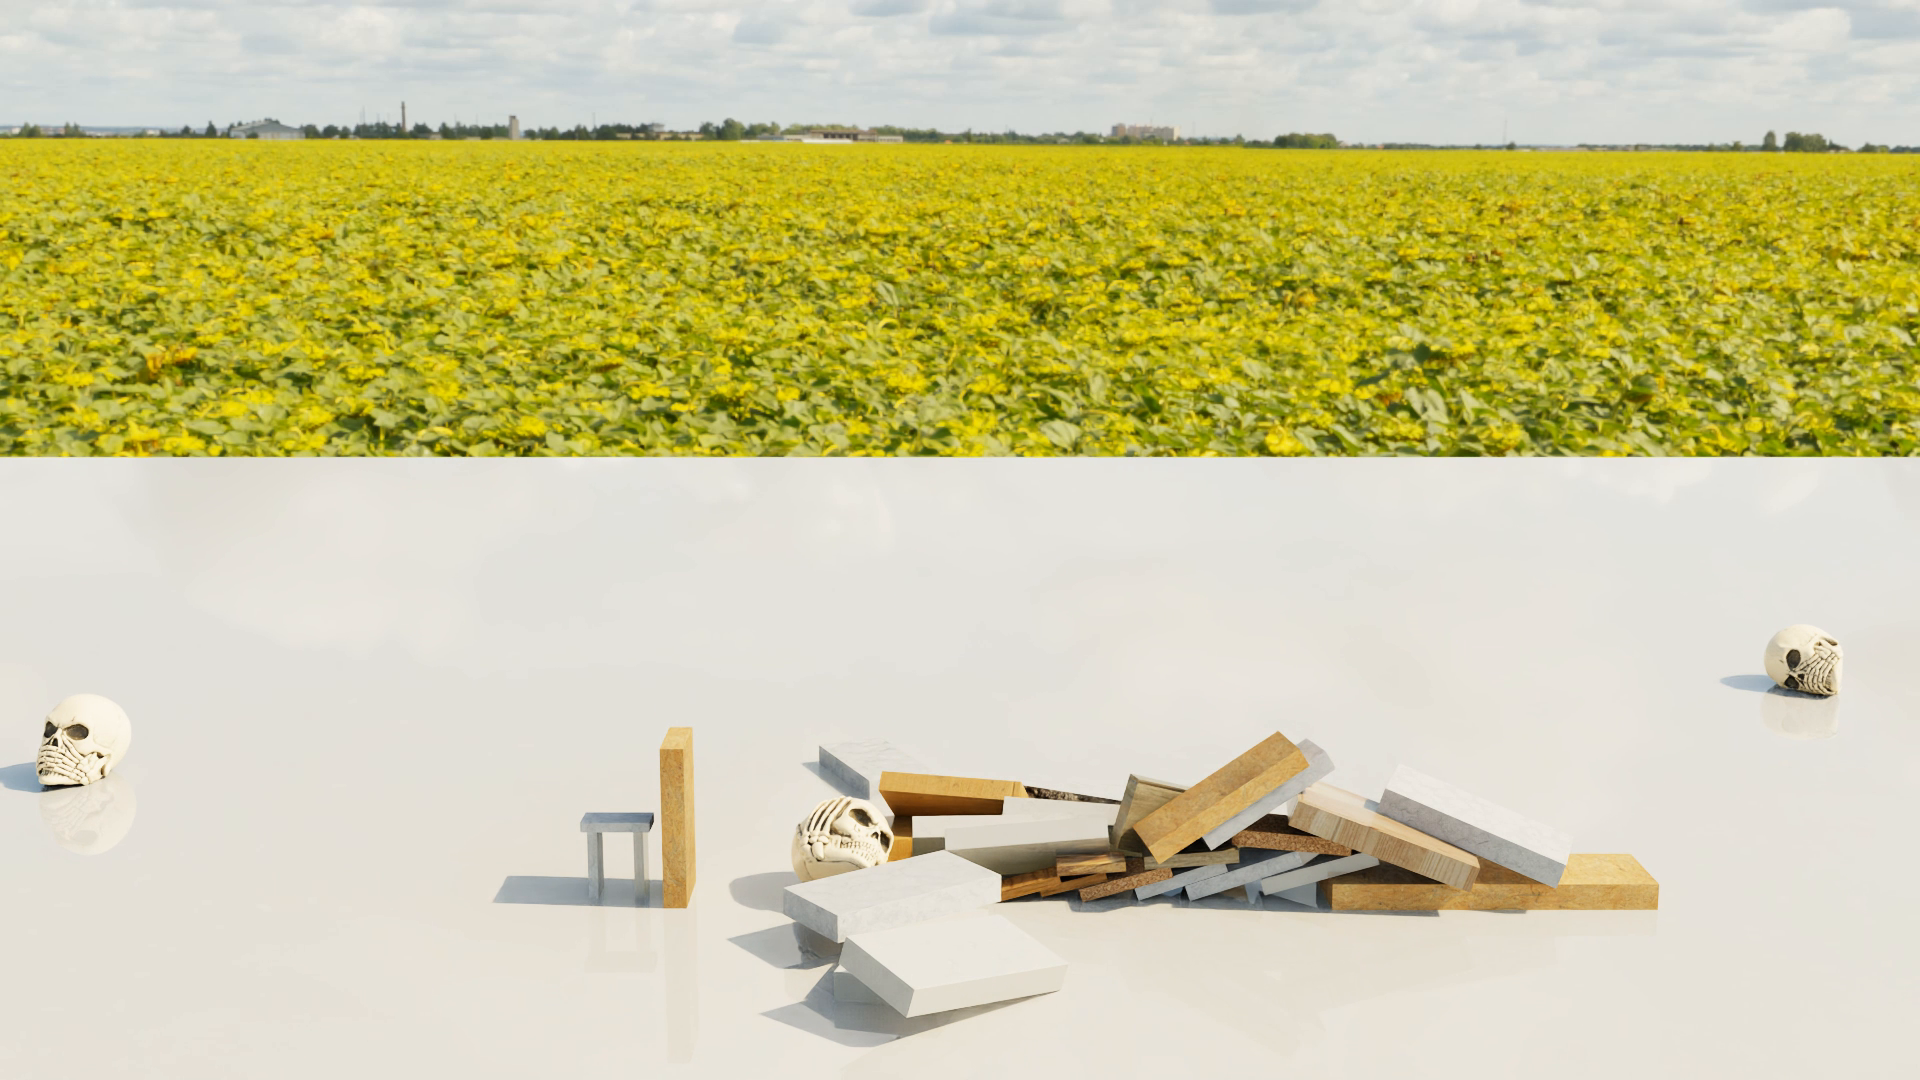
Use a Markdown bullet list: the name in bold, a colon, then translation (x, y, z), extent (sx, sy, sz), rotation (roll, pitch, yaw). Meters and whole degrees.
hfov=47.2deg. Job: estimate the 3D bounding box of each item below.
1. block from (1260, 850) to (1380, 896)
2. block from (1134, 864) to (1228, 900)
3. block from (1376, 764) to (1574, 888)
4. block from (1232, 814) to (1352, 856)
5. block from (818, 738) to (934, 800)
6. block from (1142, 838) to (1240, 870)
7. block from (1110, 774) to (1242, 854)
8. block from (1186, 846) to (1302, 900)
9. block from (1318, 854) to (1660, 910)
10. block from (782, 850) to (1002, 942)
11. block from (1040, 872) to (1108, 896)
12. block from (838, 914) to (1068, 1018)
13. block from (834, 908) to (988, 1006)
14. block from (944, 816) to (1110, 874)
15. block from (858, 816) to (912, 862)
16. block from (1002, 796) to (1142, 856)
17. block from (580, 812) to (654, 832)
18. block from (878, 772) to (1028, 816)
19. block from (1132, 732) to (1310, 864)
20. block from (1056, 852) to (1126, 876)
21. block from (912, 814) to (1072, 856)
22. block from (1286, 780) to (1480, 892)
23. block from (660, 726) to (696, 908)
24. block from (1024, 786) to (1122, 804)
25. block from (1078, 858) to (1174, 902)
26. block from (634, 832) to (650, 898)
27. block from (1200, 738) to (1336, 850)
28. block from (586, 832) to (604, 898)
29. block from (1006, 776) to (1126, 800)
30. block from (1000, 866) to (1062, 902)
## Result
- **block**: translation (0.593, 0.537, 3.660), extent (0.194, 0.028, 0.097), rotation (-16, 10, 5)
- **block**: translation (0.365, 0.554, 3.666), extent (0.155, 0.022, 0.077), rotation (-19, 10, 4)
- **block**: translation (0.860, 0.474, 3.666), extent (0.311, 0.044, 0.155), rotation (23, 17, 15)
- **block**: translation (0.549, 0.487, 3.654), extent (0.194, 0.028, 0.097), rotation (5, 13, 5)
- **block**: translation (-0.166, 0.448, 4.327), extent (0.135, 0.038, 0.270), rotation (-5, 12, -24)
- **block**: translation (0.380, 0.517, 3.639), extent (0.155, 0.022, 0.077), rotation (-5, 10, 2)
- **block**: translation (0.384, 0.482, 3.728), extent (0.245, 0.122, 0.035), rotation (15, 5, -22)
- **block**: translation (0.468, 0.544, 3.671), extent (0.194, 0.028, 0.097), rotation (-18, 10, 4)
- **block**: translation (0.873, 0.569, 3.664), extent (0.532, 0.044, 0.155), rotation (0, 11, 0)
- **block**: translation (-0.106, 0.560, 3.471), extent (0.311, 0.044, 0.155), rotation (-8, 13, -36)
- **block**: translation (0.189, 0.564, 3.661), extent (0.113, 0.016, 0.057), rotation (-15, 10, 7)
- **block**: translation (-0.007, 0.616, 3.196), extent (0.310, 0.044, 0.155), rotation (2, 20, -44)
- **block**: translation (-0.070, 0.628, 3.344), extent (0.155, 0.044, 0.311), rotation (3, 11, 14)
- **block**: translation (0.115, 0.516, 3.685), extent (0.269, 0.038, 0.135), rotation (-5, -29, 3)
- **block**: translation (-0.032, 0.522, 3.928), extent (0.270, 0.038, 0.135), rotation (-4, 11, -19)
- **block**: translation (0.212, 0.499, 3.813), extent (0.269, 0.038, 0.135), rotation (4, -29, 6)
- **block**: translation (-0.569, 0.469, 3.652), extent (0.114, 0.016, 0.057), rotation (0, 11, 0)
- **block**: translation (-0.006, 0.457, 3.884), extent (0.252, 0.036, 0.126), rotation (3, -27, 15)
- **block**: translation (0.427, 0.422, 3.615), extent (0.292, 0.035, 0.122), rotation (-33, 12, -2)
- **block**: translation (0.217, 0.536, 3.644), extent (0.113, 0.016, 0.057), rotation (-4, 10, 2)
- **block**: translation (0.053, 0.514, 3.762), extent (0.269, 0.038, 0.135), rotation (0, -29, -2)
- **block**: translation (0.693, 0.479, 3.623), extent (0.311, 0.044, 0.155), rotation (20, 13, 2)
- **block**: translation (-0.466, 0.458, 3.640), extent (0.038, 0.270, 0.135), rotation (0, 11, 0)
- **block**: translation (0.225, 0.490, 3.938), extent (0.252, 0.036, 0.126), rotation (6, -21, 28)
- **block**: translation (0.274, 0.559, 3.660), extent (0.155, 0.022, 0.077), rotation (-16, 10, 3)
- **block**: translation (-0.531, 0.533, 3.663), extent (0.016, 0.114, 0.057), rotation (0, 11, 0)
- **block**: translation (0.496, 0.419, 3.640), extent (0.245, 0.035, 0.122), rotation (-33, 7, -2)
- **block**: translation (-0.607, 0.533, 3.663), extent (0.016, 0.114, 0.057), rotation (0, 11, 0)
- **block**: translation (0.195, 0.488, 4.119), extent (0.252, 0.036, 0.126), rotation (4, 11, 18)
- **block**: translation (0.110, 0.571, 3.649), extent (0.113, 0.016, 0.057), rotation (-15, 10, 0)
